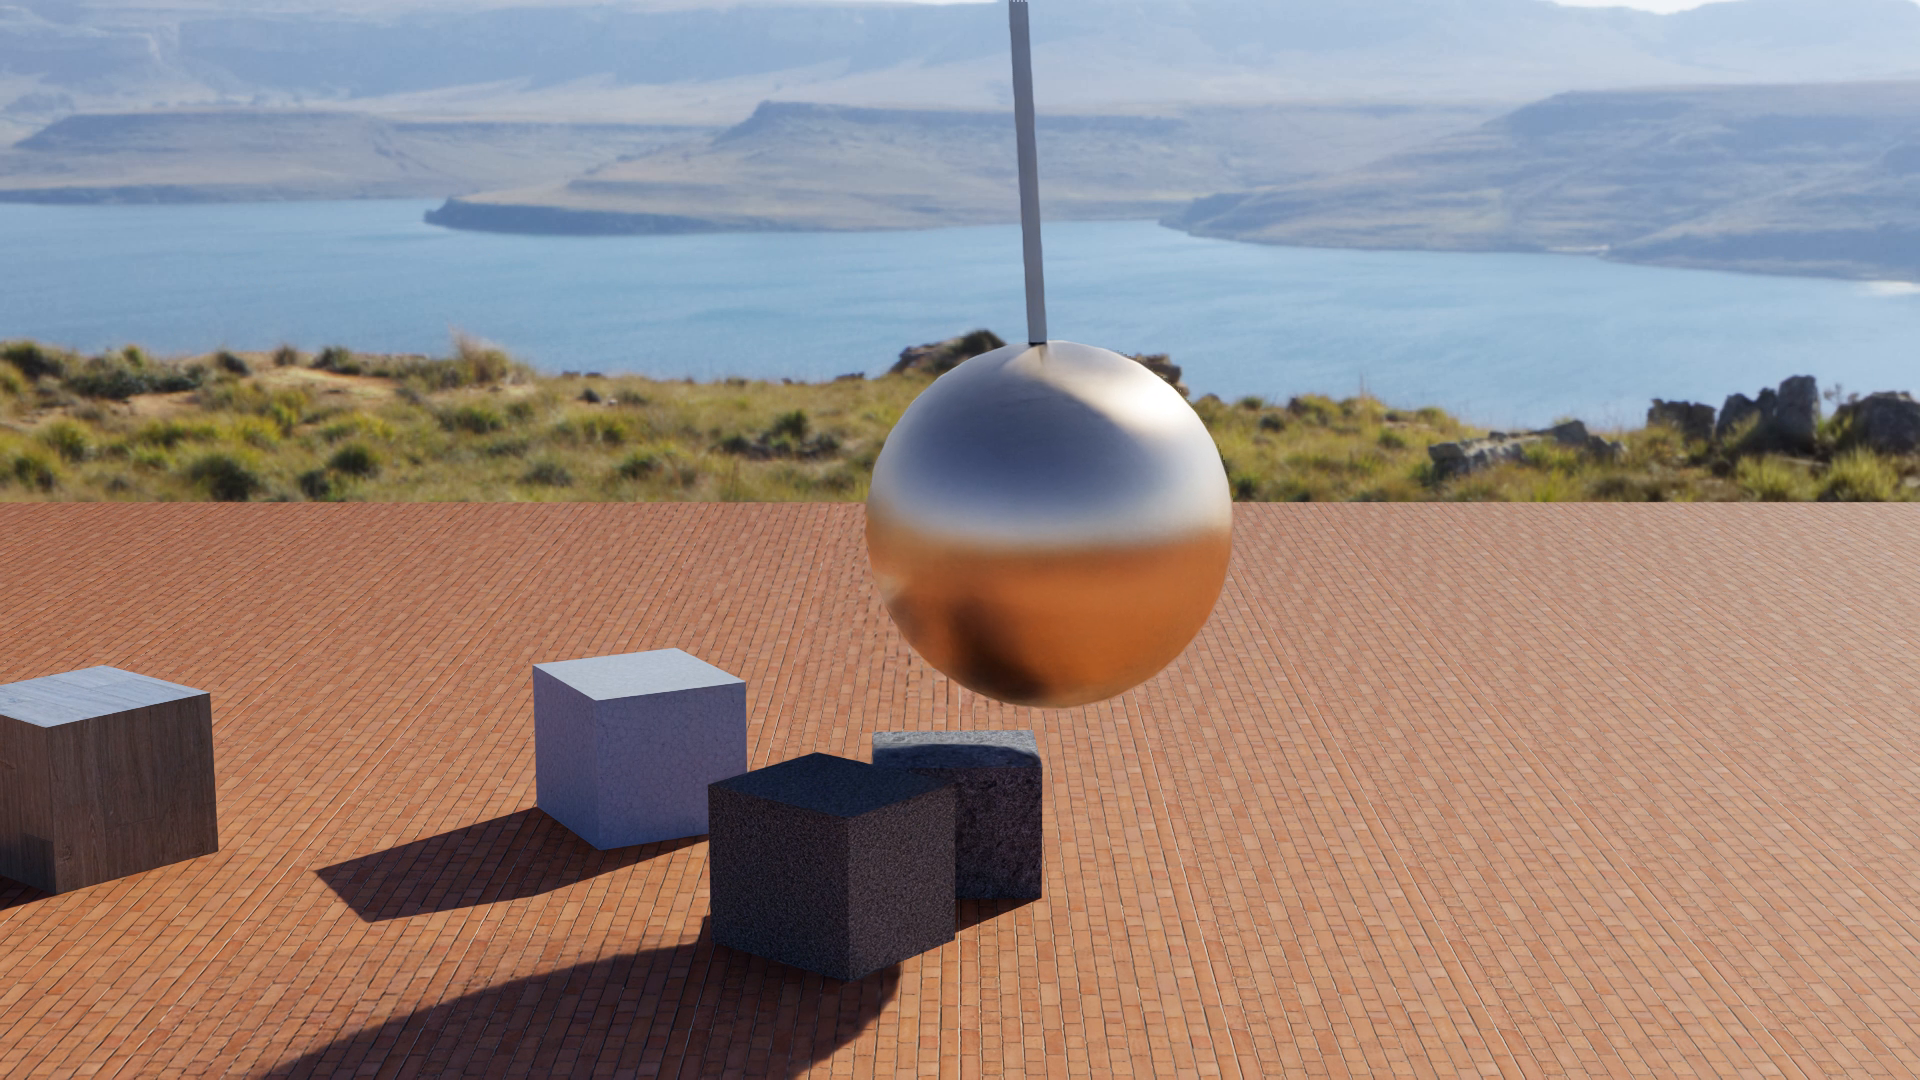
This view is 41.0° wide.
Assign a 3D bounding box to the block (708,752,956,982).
[{"bbox_3d":[-0.520,1.316,10.464,0.760,0.667,0.653,8,13,38],"label":"block"}]

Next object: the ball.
[{"bbox_3d":[0.386,-0.067,11.168,1.600,1.600,1.600,0,10,0],"label":"ball"}]

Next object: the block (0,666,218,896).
[{"bbox_3d":[-3.981,1.065,11.621,0.859,0.748,0.821,8,13,39],"label":"block"}]

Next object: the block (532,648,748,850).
[{"bbox_3d":[-1.527,0.977,12.216,0.746,0.706,0.825,-6,12,-29],"label":"block"}]

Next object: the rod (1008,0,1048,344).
[{"bbox_3d":[0.167,-3.405,10.561,0.080,5.200,0.080,-4,10,1],"label":"rod"}]

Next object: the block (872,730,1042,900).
[{"bbox_3d":[-0.020,1.204,11.308,0.723,0.585,0.623,0,10,-2],"label":"block"}]
